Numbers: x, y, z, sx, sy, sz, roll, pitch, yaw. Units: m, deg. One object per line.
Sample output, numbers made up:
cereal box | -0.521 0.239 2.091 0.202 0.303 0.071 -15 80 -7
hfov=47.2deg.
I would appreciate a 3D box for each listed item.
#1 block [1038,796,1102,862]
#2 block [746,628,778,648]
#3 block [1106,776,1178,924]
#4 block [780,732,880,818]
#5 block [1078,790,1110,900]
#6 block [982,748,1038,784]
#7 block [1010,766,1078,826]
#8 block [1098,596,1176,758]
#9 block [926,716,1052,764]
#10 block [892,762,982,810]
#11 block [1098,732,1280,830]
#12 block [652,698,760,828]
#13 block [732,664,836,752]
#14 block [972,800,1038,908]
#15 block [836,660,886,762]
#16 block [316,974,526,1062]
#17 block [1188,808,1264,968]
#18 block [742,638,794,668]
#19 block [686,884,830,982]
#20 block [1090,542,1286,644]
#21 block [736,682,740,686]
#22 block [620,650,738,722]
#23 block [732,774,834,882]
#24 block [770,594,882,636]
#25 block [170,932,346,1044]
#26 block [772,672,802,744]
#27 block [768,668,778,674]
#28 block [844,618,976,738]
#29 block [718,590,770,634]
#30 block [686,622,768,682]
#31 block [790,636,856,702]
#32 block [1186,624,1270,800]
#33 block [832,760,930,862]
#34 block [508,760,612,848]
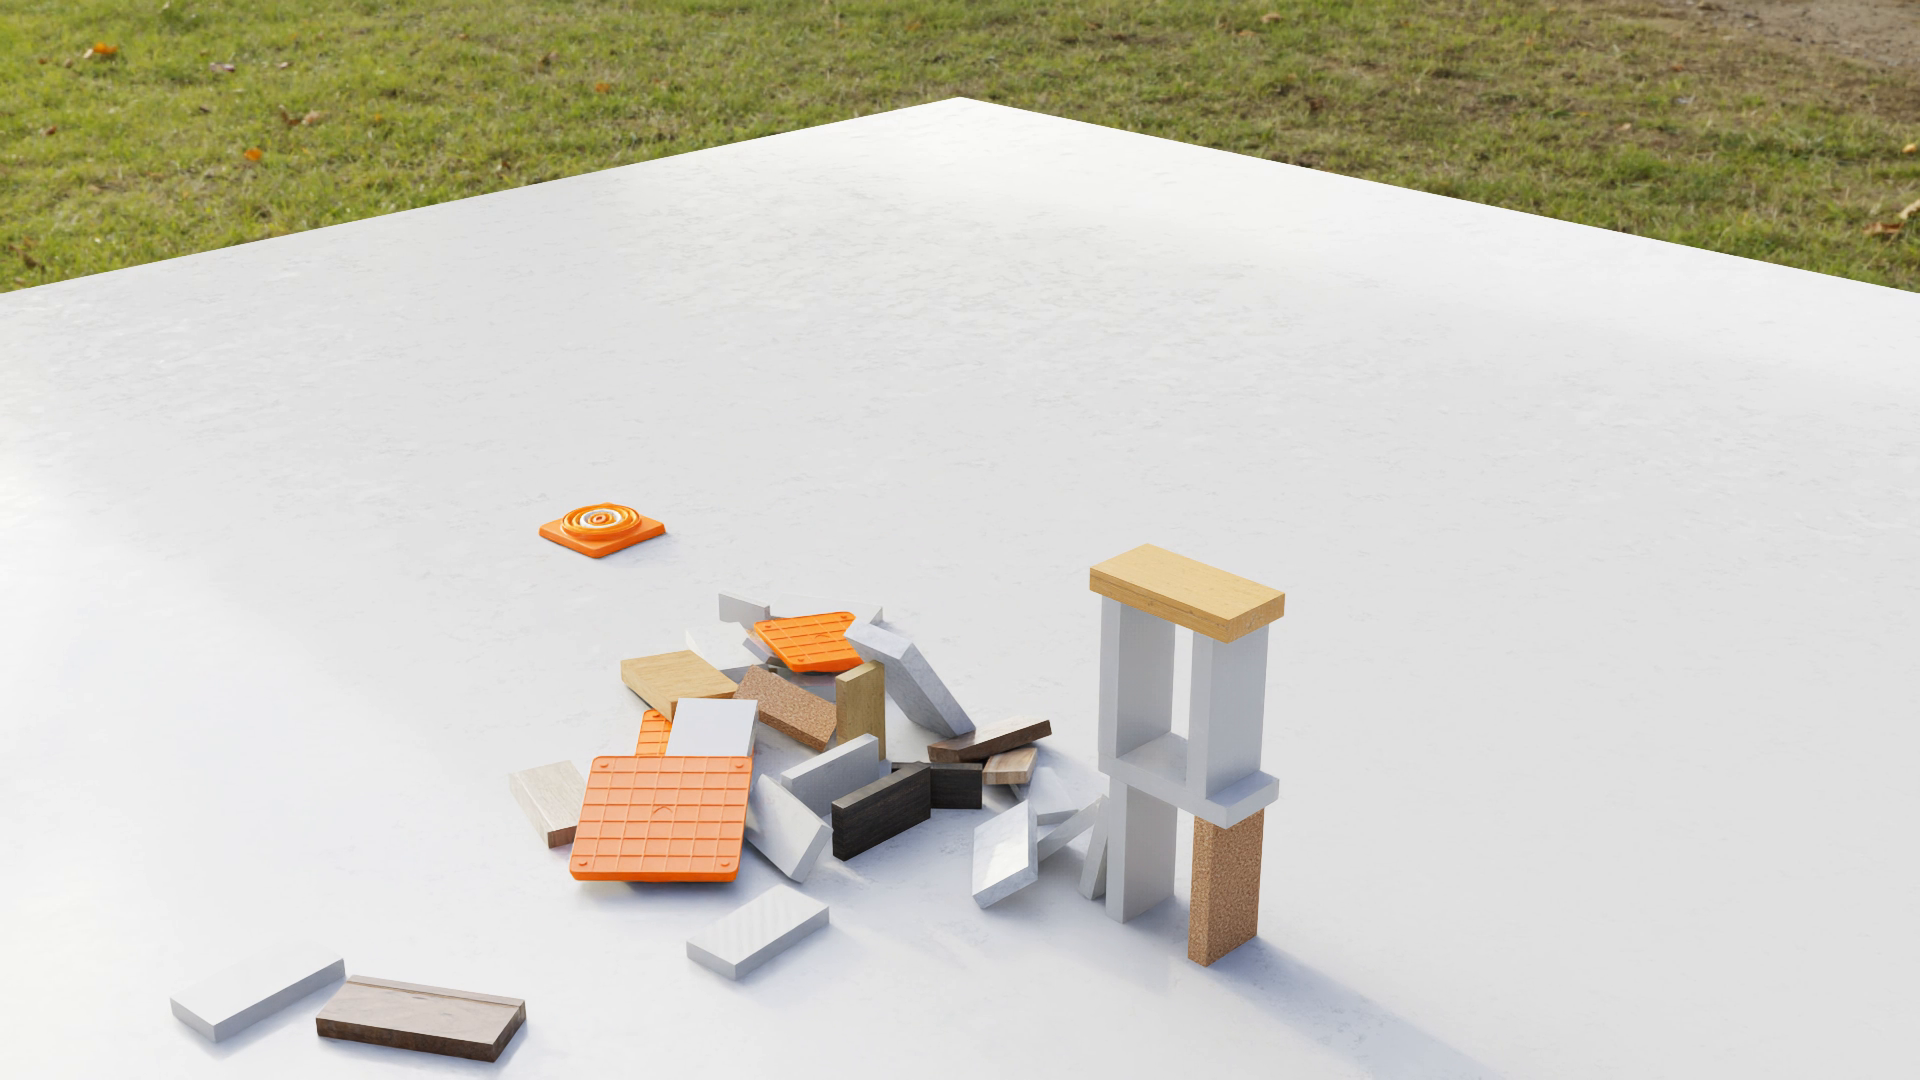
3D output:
block | 0.227 0.545 4.225 0.120 0.239 0.034 -28 80 -48
block | -0.476 0.237 5.184 0.052 0.015 0.104 -13 26 -29
block | 0.339 0.550 4.083 0.042 0.297 0.148 21 31 41
block | -0.261 0.489 4.456 0.034 0.119 0.238 21 31 40
block | 0.297 0.557 4.139 0.120 0.239 0.034 -21 44 -41
block | 0.105 0.468 4.558 0.092 0.026 0.184 -3 9 8
block | 0.169 0.523 4.495 0.092 0.026 0.184 -6 24 -15
block | 0.320 0.224 3.967 0.044 0.310 0.155 21 31 41
block | 0.063 0.425 4.668 0.239 0.034 0.120 -16 8 -32
block | -0.047 0.499 4.466 0.184 0.092 0.026 1 23 2
block | 0.409 0.422 3.953 0.297 0.042 0.148 21 31 41
block | -0.520 0.456 4.522 0.167 0.047 0.334 1 38 3
block | -0.372 0.360 4.726 0.223 0.032 0.112 26 41 1
block | 0.087 0.601 4.221 0.124 0.035 0.247 -30 19 13
block | -0.207 0.373 4.596 0.032 0.223 0.112 20 30 39
block | -0.925 0.821 3.779 0.326 0.037 0.132 5 24 12
block | 0.479 0.605 3.955 0.042 0.297 0.148 21 31 41
block | -0.437 0.258 5.003 0.072 0.020 0.144 38 4 19
block | -0.369 0.717 4.027 0.124 0.035 0.247 18 29 35
block | 0.393 0.090 3.830 0.310 0.044 0.155 21 31 41
block | -0.510 0.346 4.919 0.072 0.020 0.144 2 23 5
block | -0.617 0.321 4.866 0.167 0.047 0.350 -8 15 -25
block | -0.348 0.561 4.293 0.034 0.119 0.238 31 0 -40
block | -0.327 0.185 5.278 0.256 0.036 0.128 7 24 15
block | -1.232 0.784 3.865 0.132 0.037 0.265 18 29 36
block | -0.379 0.367 4.826 0.223 0.032 0.112 28 35 37
block | -0.473 0.308 5.017 0.104 0.015 0.052 3 23 6
block | -0.104 0.302 4.665 0.167 0.334 0.047 21 66 40
block | -0.515 0.173 5.260 0.144 0.072 0.020 15 27 32
block | -0.537 0.260 5.059 0.128 0.036 0.256 -7 22 -19
block | -0.313 0.292 5.025 0.128 0.036 0.257 1 23 2
block | 0.466 0.281 3.832 0.044 0.310 0.155 21 31 41
block | -0.154 0.535 4.349 0.034 0.119 0.238 21 31 40
block | -0.812 0.533 4.457 0.132 0.037 0.265 -11 26 -25
